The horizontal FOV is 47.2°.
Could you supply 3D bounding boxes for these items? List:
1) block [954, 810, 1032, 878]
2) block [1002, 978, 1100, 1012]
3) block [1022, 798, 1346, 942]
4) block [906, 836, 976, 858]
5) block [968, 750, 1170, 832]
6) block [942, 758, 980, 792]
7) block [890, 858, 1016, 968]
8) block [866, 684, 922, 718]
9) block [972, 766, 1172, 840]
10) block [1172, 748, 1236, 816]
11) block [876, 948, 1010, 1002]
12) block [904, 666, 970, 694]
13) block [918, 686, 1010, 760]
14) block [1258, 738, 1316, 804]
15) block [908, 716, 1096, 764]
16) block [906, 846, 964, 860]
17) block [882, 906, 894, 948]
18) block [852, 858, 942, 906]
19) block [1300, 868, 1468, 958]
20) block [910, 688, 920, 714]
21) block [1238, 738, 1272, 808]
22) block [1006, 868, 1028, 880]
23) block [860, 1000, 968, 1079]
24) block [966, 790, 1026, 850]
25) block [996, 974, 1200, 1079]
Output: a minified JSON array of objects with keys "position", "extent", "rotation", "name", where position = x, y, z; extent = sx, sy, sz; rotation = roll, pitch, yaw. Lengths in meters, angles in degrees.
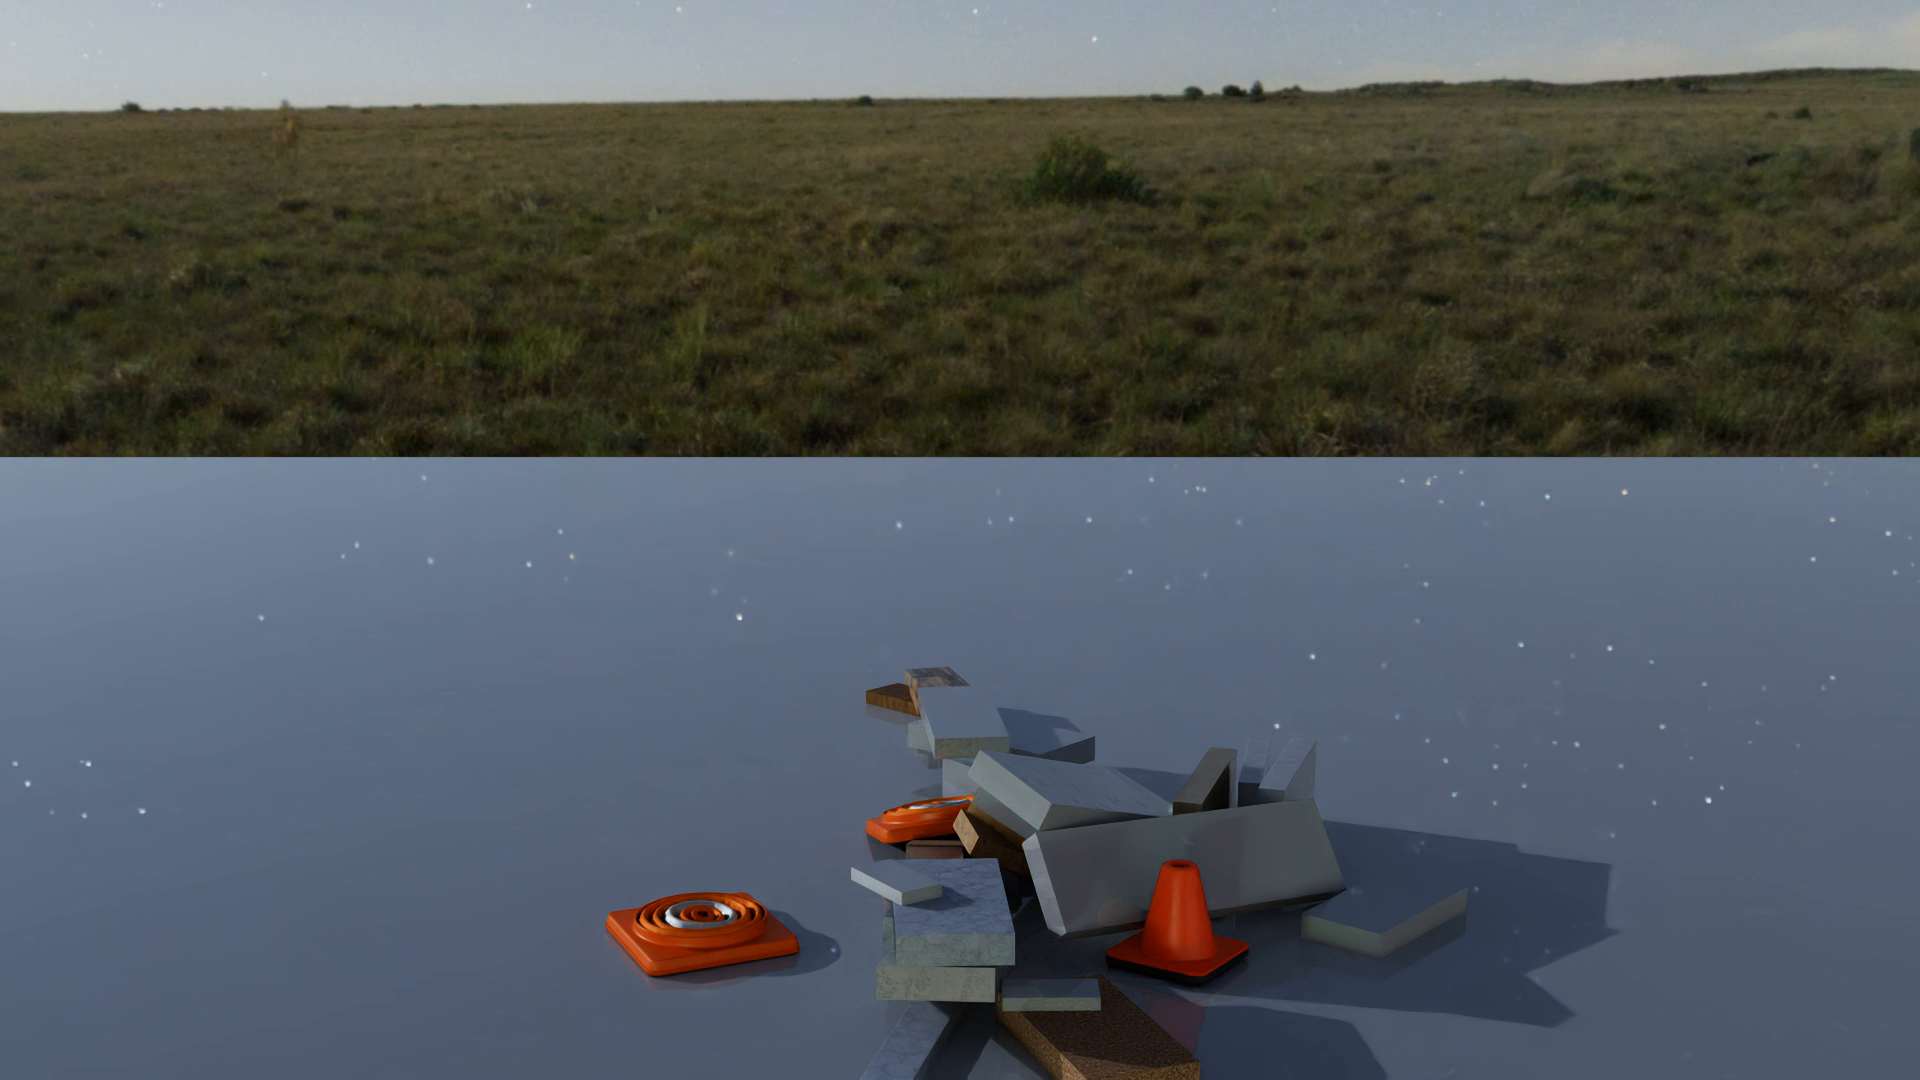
[{"position":[0.111,0.522,3.645],"extent":[0.235,0.033,0.117],"rotation":[23,9,-19],"name":"block"},{"position":[0.127,0.640,3.095],"extent":[0.137,0.019,0.068],"rotation":[0,11,-1],"name":"block"},{"position":[0.365,0.522,3.511],"extent":[0.556,0.162,0.046],"rotation":[-2,-27,-31],"name":"block"},{"position":[-0.025,0.529,3.741],"extent":[0.117,0.033,0.235],"rotation":[1,-5,3],"name":"block"},{"position":[0.184,0.417,3.564],"extent":[0.170,0.048,0.339],"rotation":[34,13,39],"name":"block"},{"position":[0.136,0.462,4.225],"extent":[0.169,0.048,0.338],"rotation":[-8,13,-37],"name":"block"},{"position":[-0.016,0.533,3.166],"extent":[0.163,0.046,0.326],"rotation":[0,10,-3],"name":"block"},{"position":[-0.102,0.355,4.855],"extent":[0.201,0.028,0.100],"rotation":[10,14,43],"name":"block"},{"position":[0.211,0.455,3.722],"extent":[0.170,0.048,0.506],"rotation":[30,11,26],"name":"block"},{"position":[0.421,0.484,3.775],"extent":[0.048,0.170,0.339],"rotation":[3,11,16],"name":"block"},{"position":[-0.020,0.617,3.168],"extent":[0.163,0.046,0.326],"rotation":[0,-4,5],"name":"block"},{"position":[-0.046,0.315,4.763],"extent":[0.100,0.028,0.201],"rotation":[-3,11,-15],"name":"block"},{"position":[0.003,0.354,4.306],"extent":[0.141,0.040,0.388],"rotation":[-1,11,-6],"name":"block"},{"position":[0.575,0.471,3.865],"extent":[0.046,0.162,0.325],"rotation":[3,11,18],"name":"block"},{"position":[0.080,0.396,4.321],"extent":[0.338,0.048,0.169],"rotation":[9,14,40],"name":"block"},{"position":[-0.041,0.515,3.531],"extent":[0.090,0.026,0.180],"rotation":[1,-2,-1],"name":"block"},{"position":[-0.024,0.583,3.362],"extent":[0.163,0.046,0.326],"rotation":[1,-4,3],"name":"block"},{"position":[-0.093,0.495,3.187],"extent":[0.068,0.019,0.137],"rotation":[-6,12,-34],"name":"block"},{"position":[0.682,0.596,3.527],"extent":[0.141,0.040,0.282],"rotation":[9,14,39],"name":"block"},{"position":[-0.051,0.339,4.785],"extent":[0.100,0.028,0.201],"rotation":[-1,11,-6],"name":"block"},{"position":[0.530,0.465,3.958],"extent":[0.040,0.141,0.282],"rotation":[2,11,11],"name":"block"},{"position":[0.113,0.537,3.863],"extent":[0.117,0.033,0.235],"rotation":[-4,11,-20],"name":"block"},{"position":[-0.071,0.702,3.012],"extent":[0.068,0.019,0.509],"rotation":[2,11,13],"name":"block"},{"position":[0.167,0.482,3.755],"extent":[0.169,0.048,0.338],"rotation":[31,11,28],"name":"block"},{"position":[0.184,0.687,3.023],"extent":[0.162,0.046,0.325],"rotation":[-4,11,-20],"name":"block"}]
